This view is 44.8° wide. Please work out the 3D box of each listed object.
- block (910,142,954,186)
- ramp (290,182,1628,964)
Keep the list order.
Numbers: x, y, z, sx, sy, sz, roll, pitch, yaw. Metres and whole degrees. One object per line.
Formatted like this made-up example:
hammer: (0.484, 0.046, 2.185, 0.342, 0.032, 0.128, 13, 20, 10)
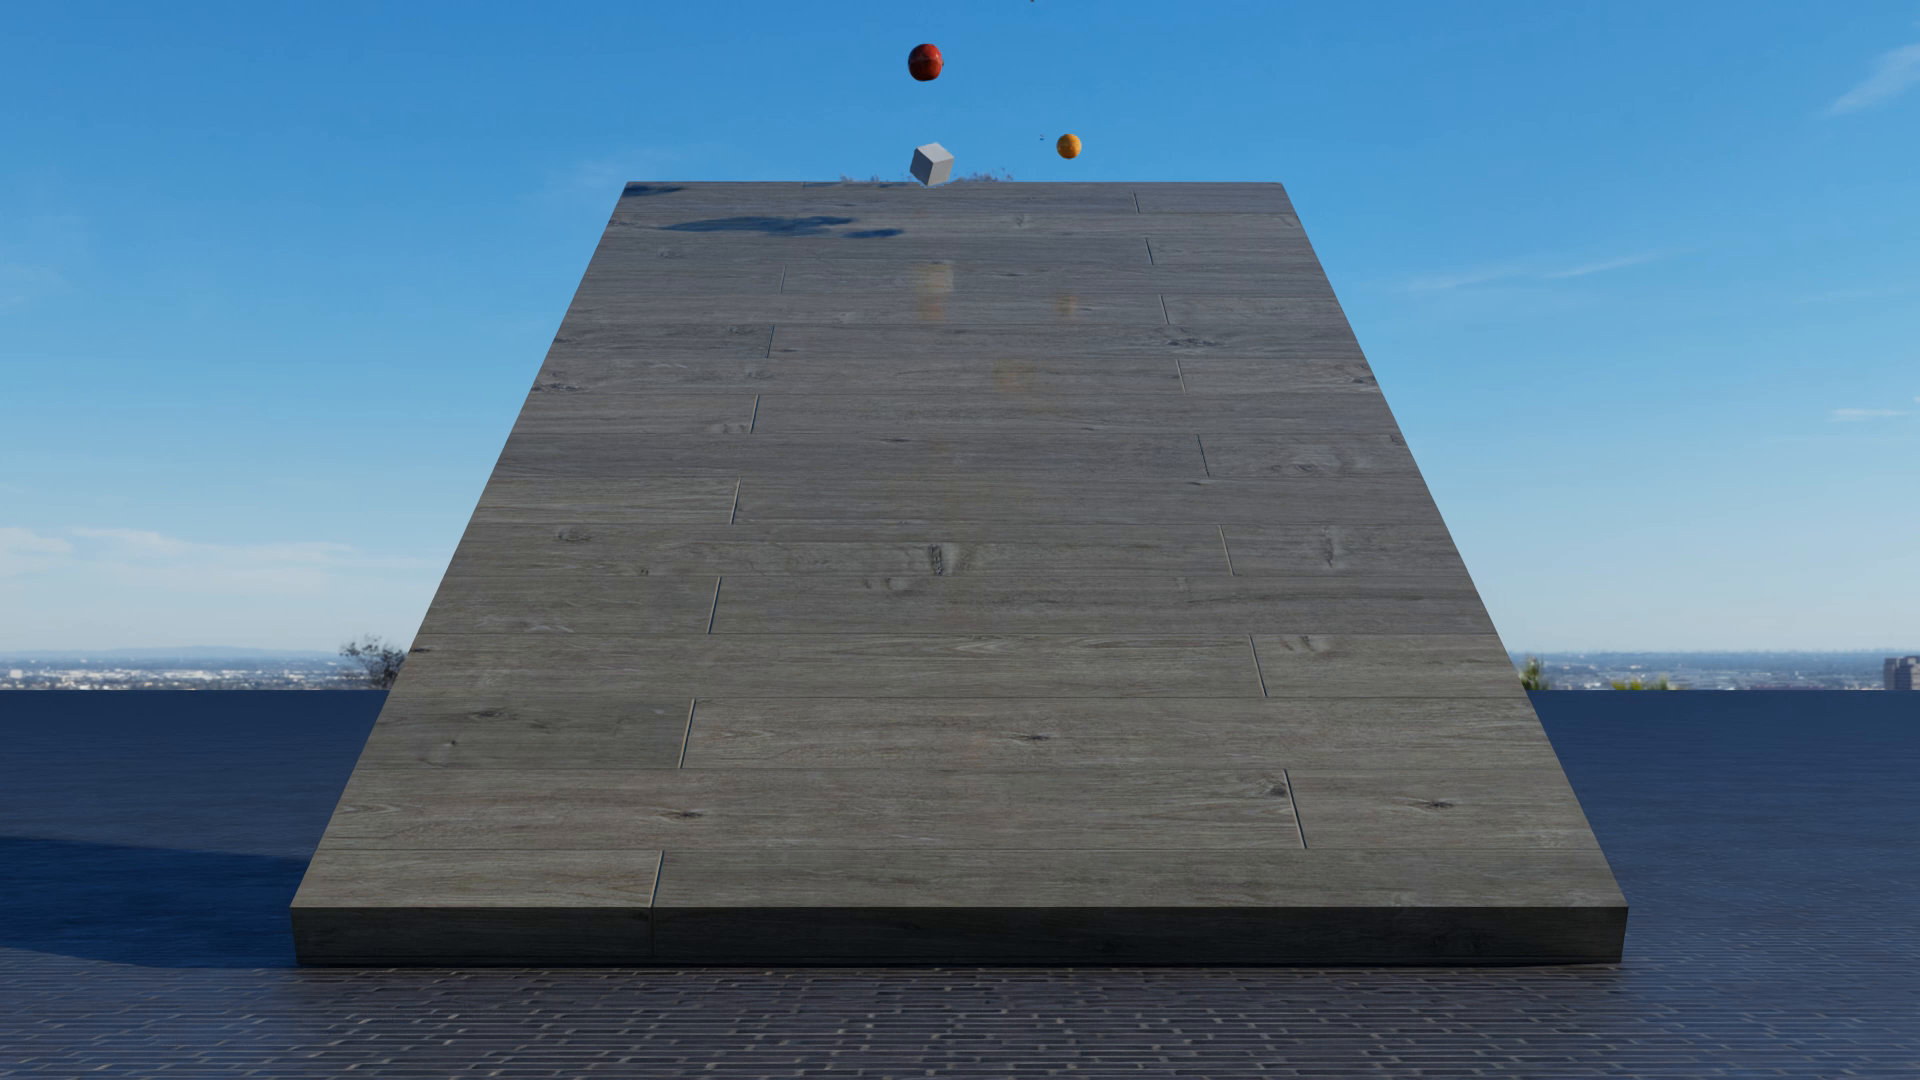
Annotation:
block: (-0.081, -1.089, 6.754, 0.083, 0.083, 0.083, -21, 53, -37)
ramp: (-0.008, -0.229, 5.324, 2.000, 0.100, 4.000, 0, 24, 0)
